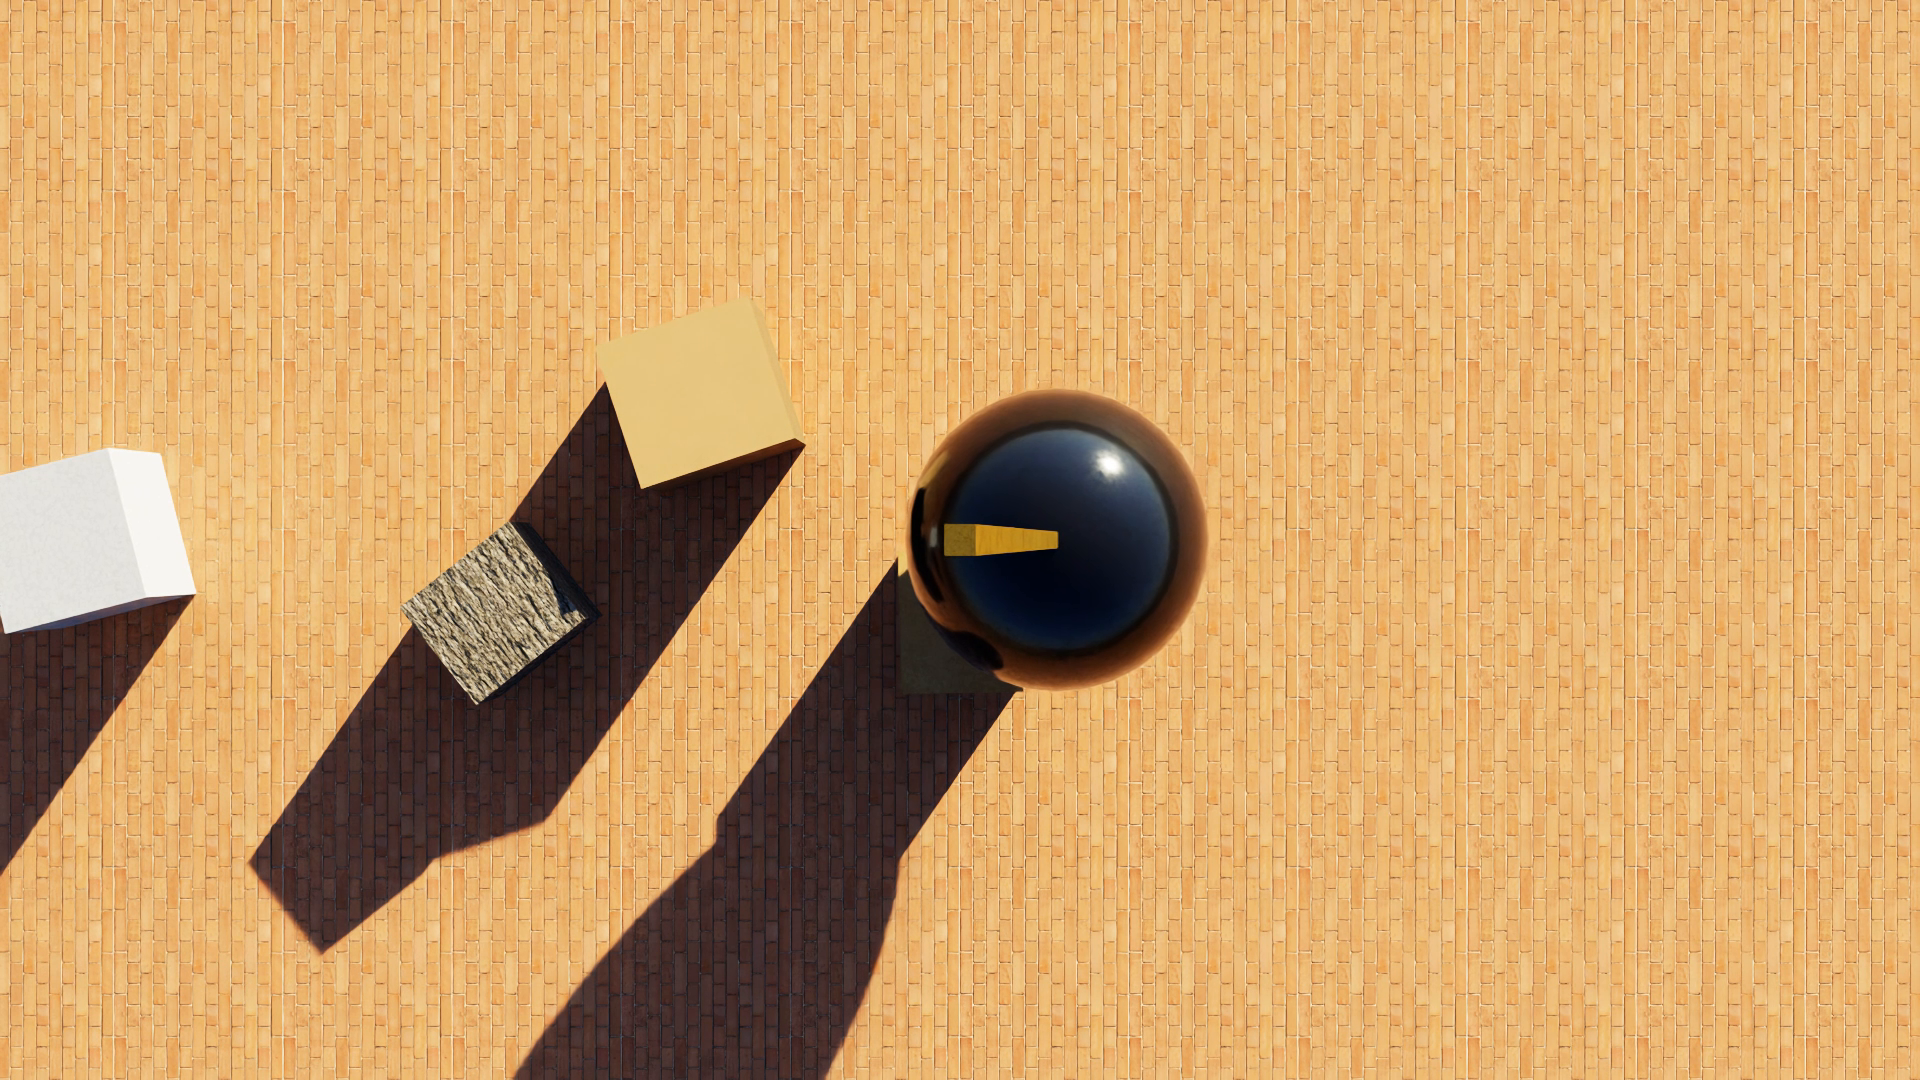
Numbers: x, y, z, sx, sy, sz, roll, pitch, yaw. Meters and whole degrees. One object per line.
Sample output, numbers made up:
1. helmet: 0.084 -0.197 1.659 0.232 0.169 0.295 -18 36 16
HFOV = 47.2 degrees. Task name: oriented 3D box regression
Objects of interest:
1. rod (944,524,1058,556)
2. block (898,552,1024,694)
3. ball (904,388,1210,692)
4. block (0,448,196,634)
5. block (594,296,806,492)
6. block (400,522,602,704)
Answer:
1. rod: 0.220 0.000 8.187 0.080 5.200 0.080 0 90 5
2. block: 0.006 0.462 12.679 0.692 0.642 0.799 -1 90 0
3. ball: 0.508 0.000 11.575 1.600 1.600 1.600 0 90 0
4. block: -5.013 0.004 12.601 0.810 0.797 0.856 -15 90 0
5. block: -1.459 -0.813 12.546 0.890 0.908 0.826 -18 90 0
6. block: -2.635 0.413 12.689 0.778 0.621 0.699 -38 90 0
